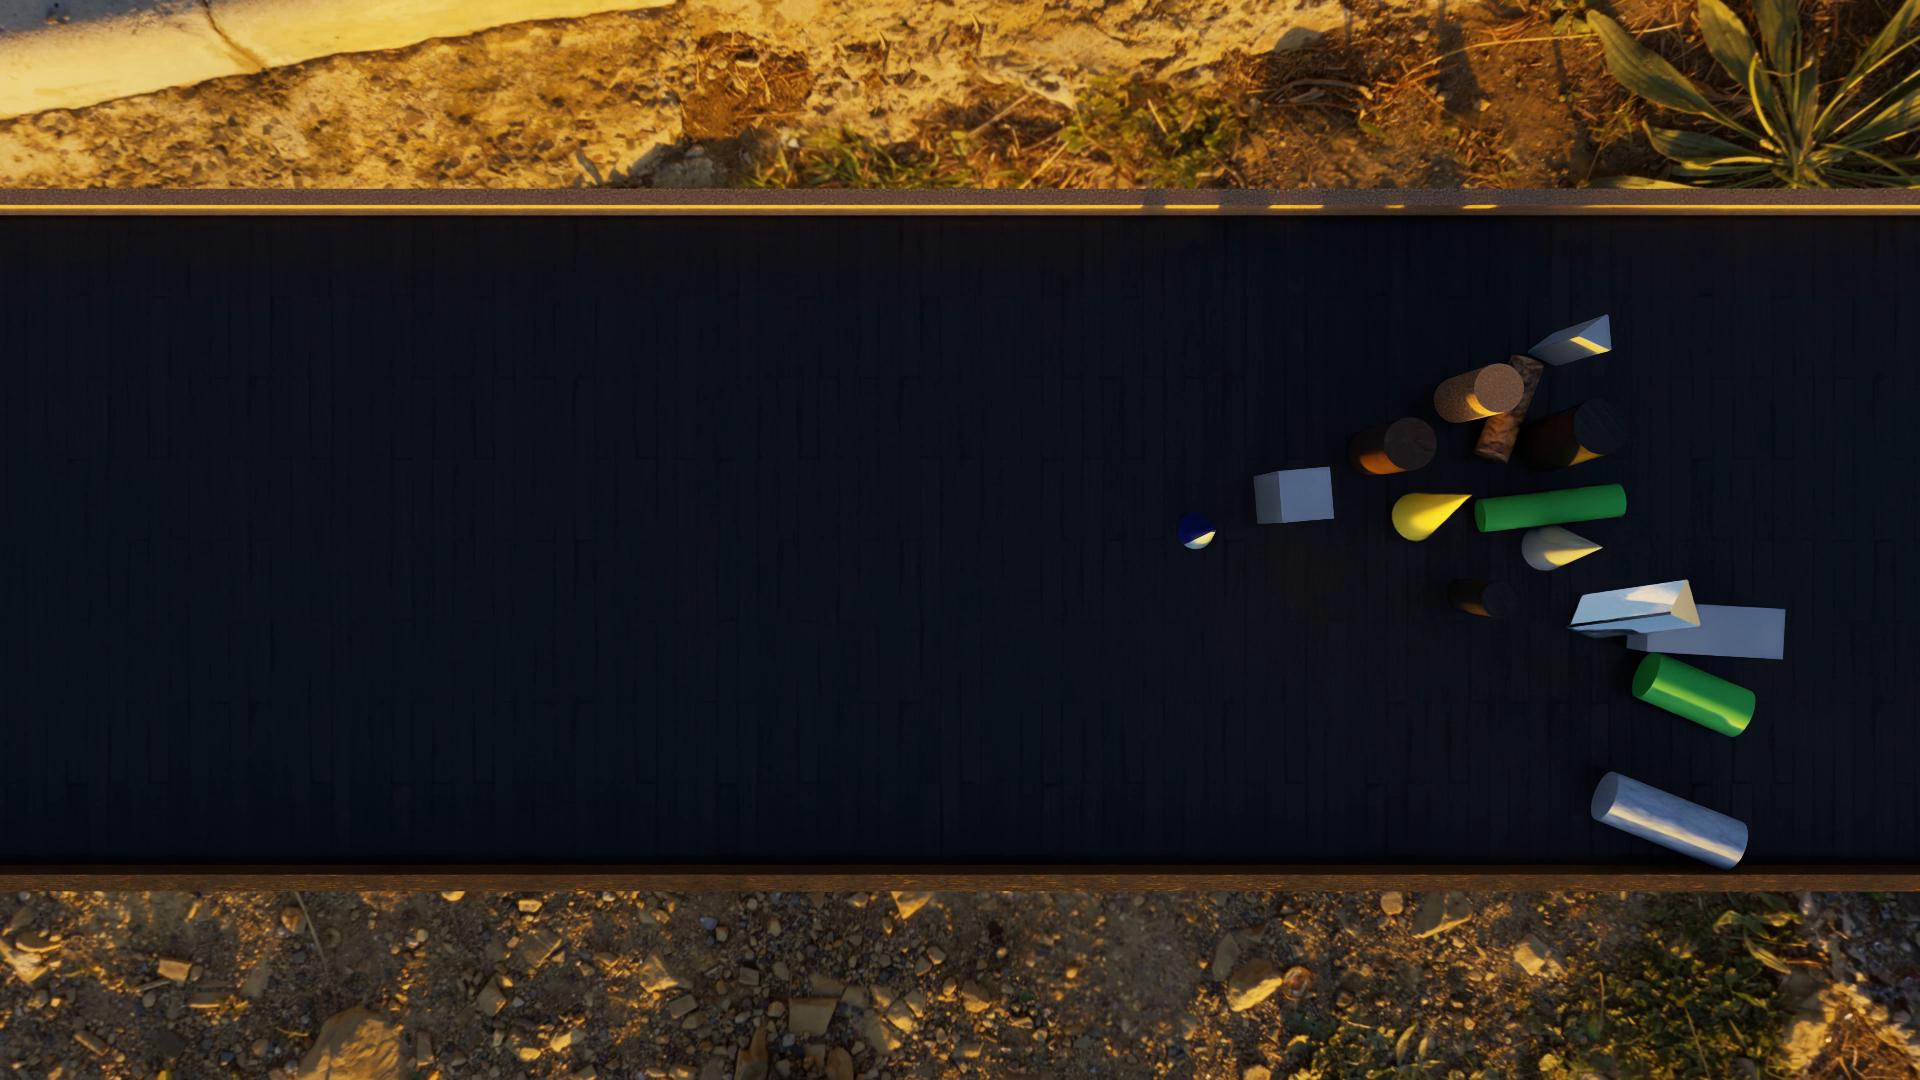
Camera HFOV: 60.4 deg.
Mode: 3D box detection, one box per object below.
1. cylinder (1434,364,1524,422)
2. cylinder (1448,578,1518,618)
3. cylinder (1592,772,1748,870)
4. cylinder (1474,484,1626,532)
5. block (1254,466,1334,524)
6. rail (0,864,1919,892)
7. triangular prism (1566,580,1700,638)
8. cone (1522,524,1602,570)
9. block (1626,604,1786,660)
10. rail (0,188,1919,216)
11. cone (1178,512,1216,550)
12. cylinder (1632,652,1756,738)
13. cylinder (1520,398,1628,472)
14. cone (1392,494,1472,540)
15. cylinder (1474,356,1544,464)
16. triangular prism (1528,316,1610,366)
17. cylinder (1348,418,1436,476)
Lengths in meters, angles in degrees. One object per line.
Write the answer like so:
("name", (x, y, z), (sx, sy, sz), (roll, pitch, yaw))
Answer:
("cylinder", (1.529, -0.431, 4.877), (0.141, 0.399, 0.141), (0, 90, 0))
("cylinder", (1.554, 0.171, 4.913), (0.105, 0.328, 0.105), (0, 90, 0))
("cylinder", (2.147, 0.850, 4.998), (0.416, 0.157, 0.157), (21, 90, 0))
("cylinder", (1.797, -0.098, 5.025), (0.427, 0.103, 0.103), (-7, 90, 0))
("block", (0.983, -0.129, 4.880), (0.147, 0.393, 0.147), (-5, 90, 0))
("rail", (-2.247, 1.025, 5.001), (12.000, 0.150, 0.050), (0, 90, 0))
("triangular prism", (2.003, 0.199, 4.911), (0.138, 0.355, 0.120), (19, 72, -29))
("cone", (1.803, 0.021, 4.849), (0.149, 0.455, 0.149), (0, 90, 0))
("block", (2.259, 0.270, 5.002), (0.406, 0.149, 0.149), (3, 90, 0))
("rail", (-2.247, -1.025, 5.002), (12.000, 0.150, 0.050), (0, 90, 0))
("cone", (0.727, -0.029, 4.874), (0.115, 0.405, 0.115), (0, 90, 0))
("cylinder", (2.222, 0.467, 5.000), (0.309, 0.153, 0.153), (23, 90, 0))
("cylinder", (1.816, -0.308, 4.895), (0.164, 0.341, 0.164), (1, 84, -7))
("cone", (1.423, -0.099, 4.867), (0.148, 0.396, 0.148), (1, 81, -8))
("cylinder", (1.673, -0.397, 5.025), (0.104, 0.104, 0.315), (21, 90, 0))
("triangular prism", (1.809, -0.596, 4.865), (0.100, 0.422, 0.086), (25, 90, 0))
("cylinder", (1.269, -0.271, 4.862), (0.149, 0.429, 0.149), (0, 90, 0))
